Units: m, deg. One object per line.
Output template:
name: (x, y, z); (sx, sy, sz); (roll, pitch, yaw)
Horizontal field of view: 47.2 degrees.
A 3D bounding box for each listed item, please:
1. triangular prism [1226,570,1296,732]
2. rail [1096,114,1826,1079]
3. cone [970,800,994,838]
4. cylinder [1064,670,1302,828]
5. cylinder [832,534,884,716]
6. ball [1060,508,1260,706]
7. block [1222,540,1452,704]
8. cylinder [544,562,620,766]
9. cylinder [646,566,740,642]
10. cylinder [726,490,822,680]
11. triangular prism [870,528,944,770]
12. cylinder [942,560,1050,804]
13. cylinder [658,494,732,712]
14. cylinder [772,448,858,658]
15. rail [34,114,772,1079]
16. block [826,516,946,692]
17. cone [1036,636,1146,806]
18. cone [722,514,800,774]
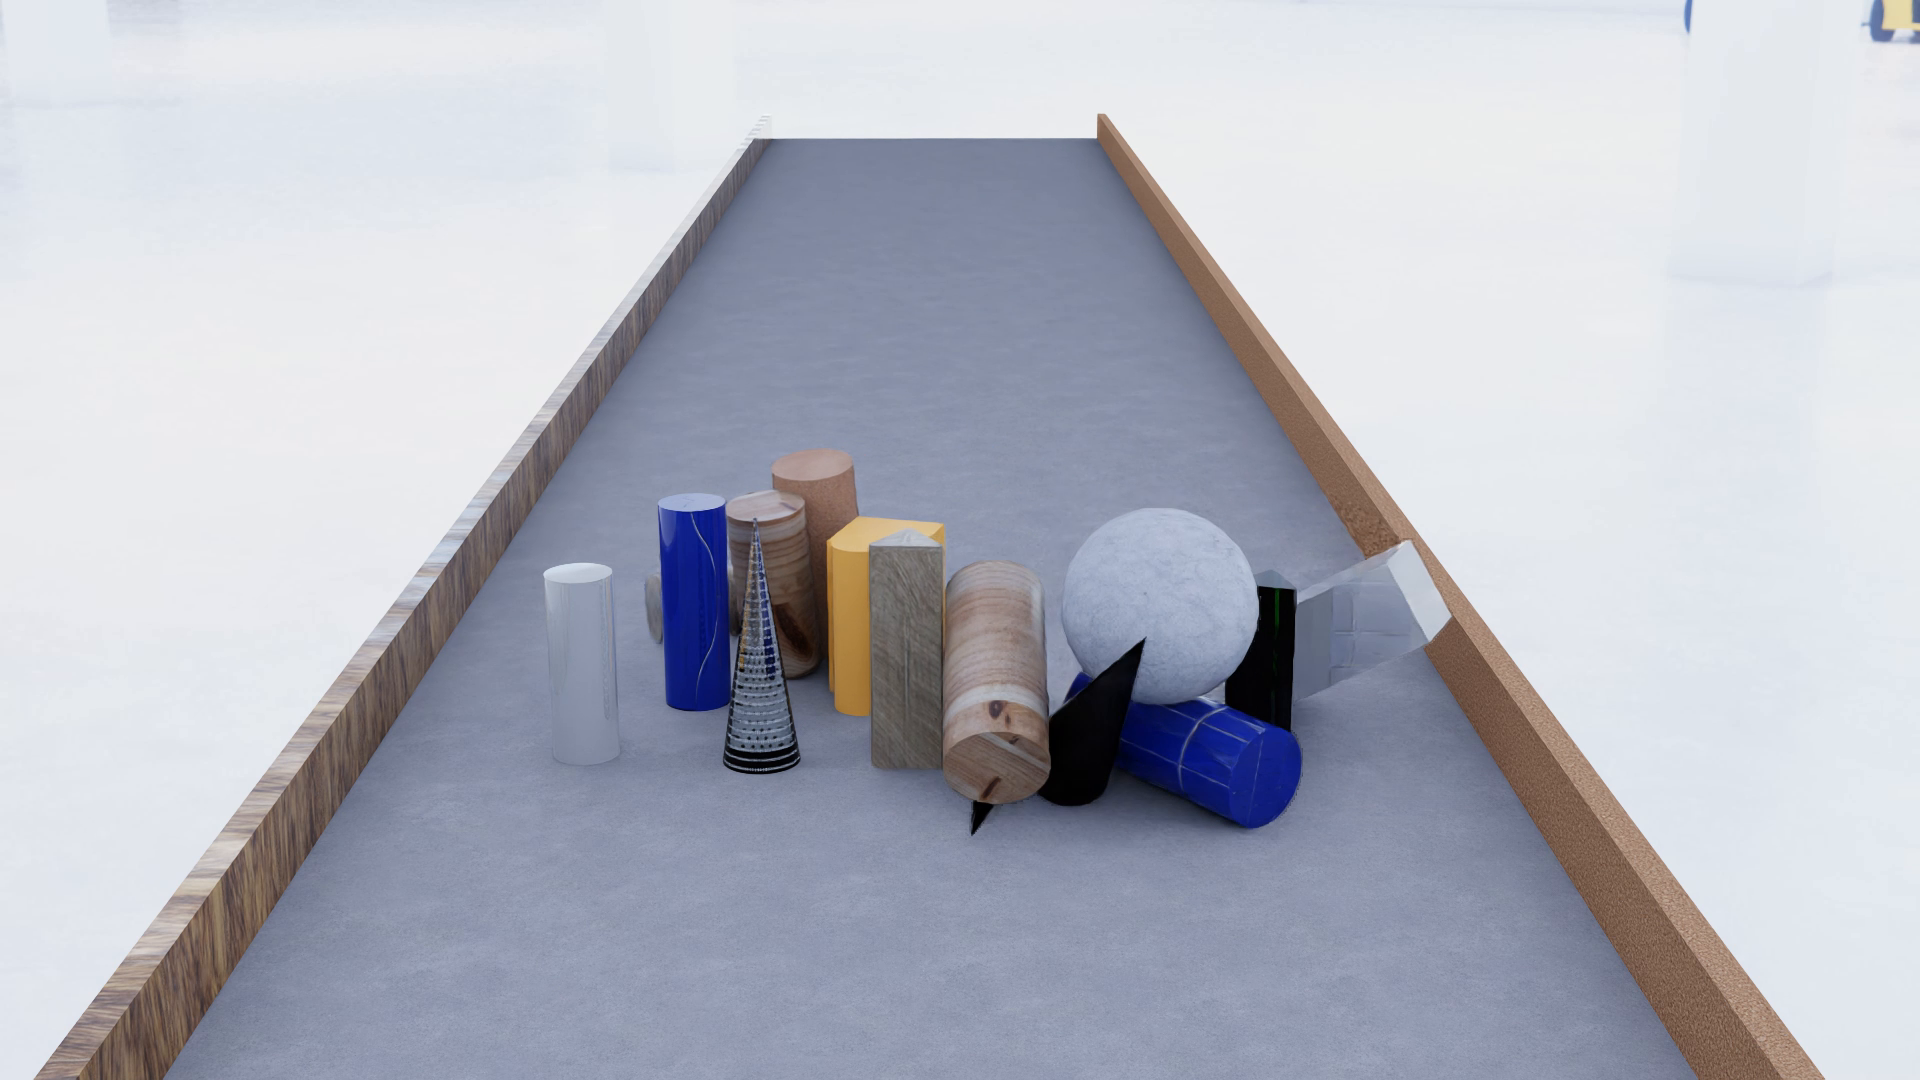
triangular prism: (0.545, 0.218, 3.942); (0.116, 0.315, 0.101); (5, 17, 17)
rail: (0.932, -0.844, 7.801); (0.050, 0.150, 12.000); (0, 17, -1)
cone: (0.053, 0.412, 3.746); (0.111, 0.111, 0.363); (3, 26, 11)
cylinder: (0.374, 0.342, 3.761); (0.172, 0.172, 0.409); (-13, 22, -37)
cylinder: (-0.184, 0.160, 4.122); (0.109, 0.322, 0.109); (0, 17, 0)
ball: (0.333, 0.111, 3.672); (0.330, 0.330, 0.330); (0, 17, 0)
block: (0.675, 0.170, 4.045); (0.395, 0.161, 0.161); (-28, 1, 30)
cylinder: (-0.669, 0.219, 3.897); (0.119, 0.337, 0.119); (0, 17, 0)
cylinder: (-0.477, 0.125, 4.550); (0.320, 0.139, 0.139); (-5, 17, -21)
cylinder: (-0.363, 0.088, 4.299); (0.153, 0.340, 0.153); (-4, 24, 2)
triangular prism: (-0.089, 0.190, 3.866); (0.125, 0.411, 0.108); (1, 17, 3)
cylinder: (0.060, 0.234, 3.714); (0.176, 0.176, 0.402); (0, 43, 0)
cylinder: (-0.499, 0.117, 4.145); (0.126, 0.392, 0.126); (0, 17, 0)
cylinder: (-0.278, 0.028, 4.417); (0.163, 0.388, 0.163); (-4, 24, 2)
rail: (-1.118, -0.838, 7.780); (0.050, 0.150, 12.000); (0, 17, -1)
block: (-0.141, 0.130, 4.258); (0.178, 0.303, 0.178); (5, 17, 16)
cone: (0.234, 0.265, 3.581); (0.161, 0.431, 0.161); (9, 55, -12)
cone: (-0.353, 0.172, 3.849); (0.138, 0.456, 0.138); (0, 17, 0)
